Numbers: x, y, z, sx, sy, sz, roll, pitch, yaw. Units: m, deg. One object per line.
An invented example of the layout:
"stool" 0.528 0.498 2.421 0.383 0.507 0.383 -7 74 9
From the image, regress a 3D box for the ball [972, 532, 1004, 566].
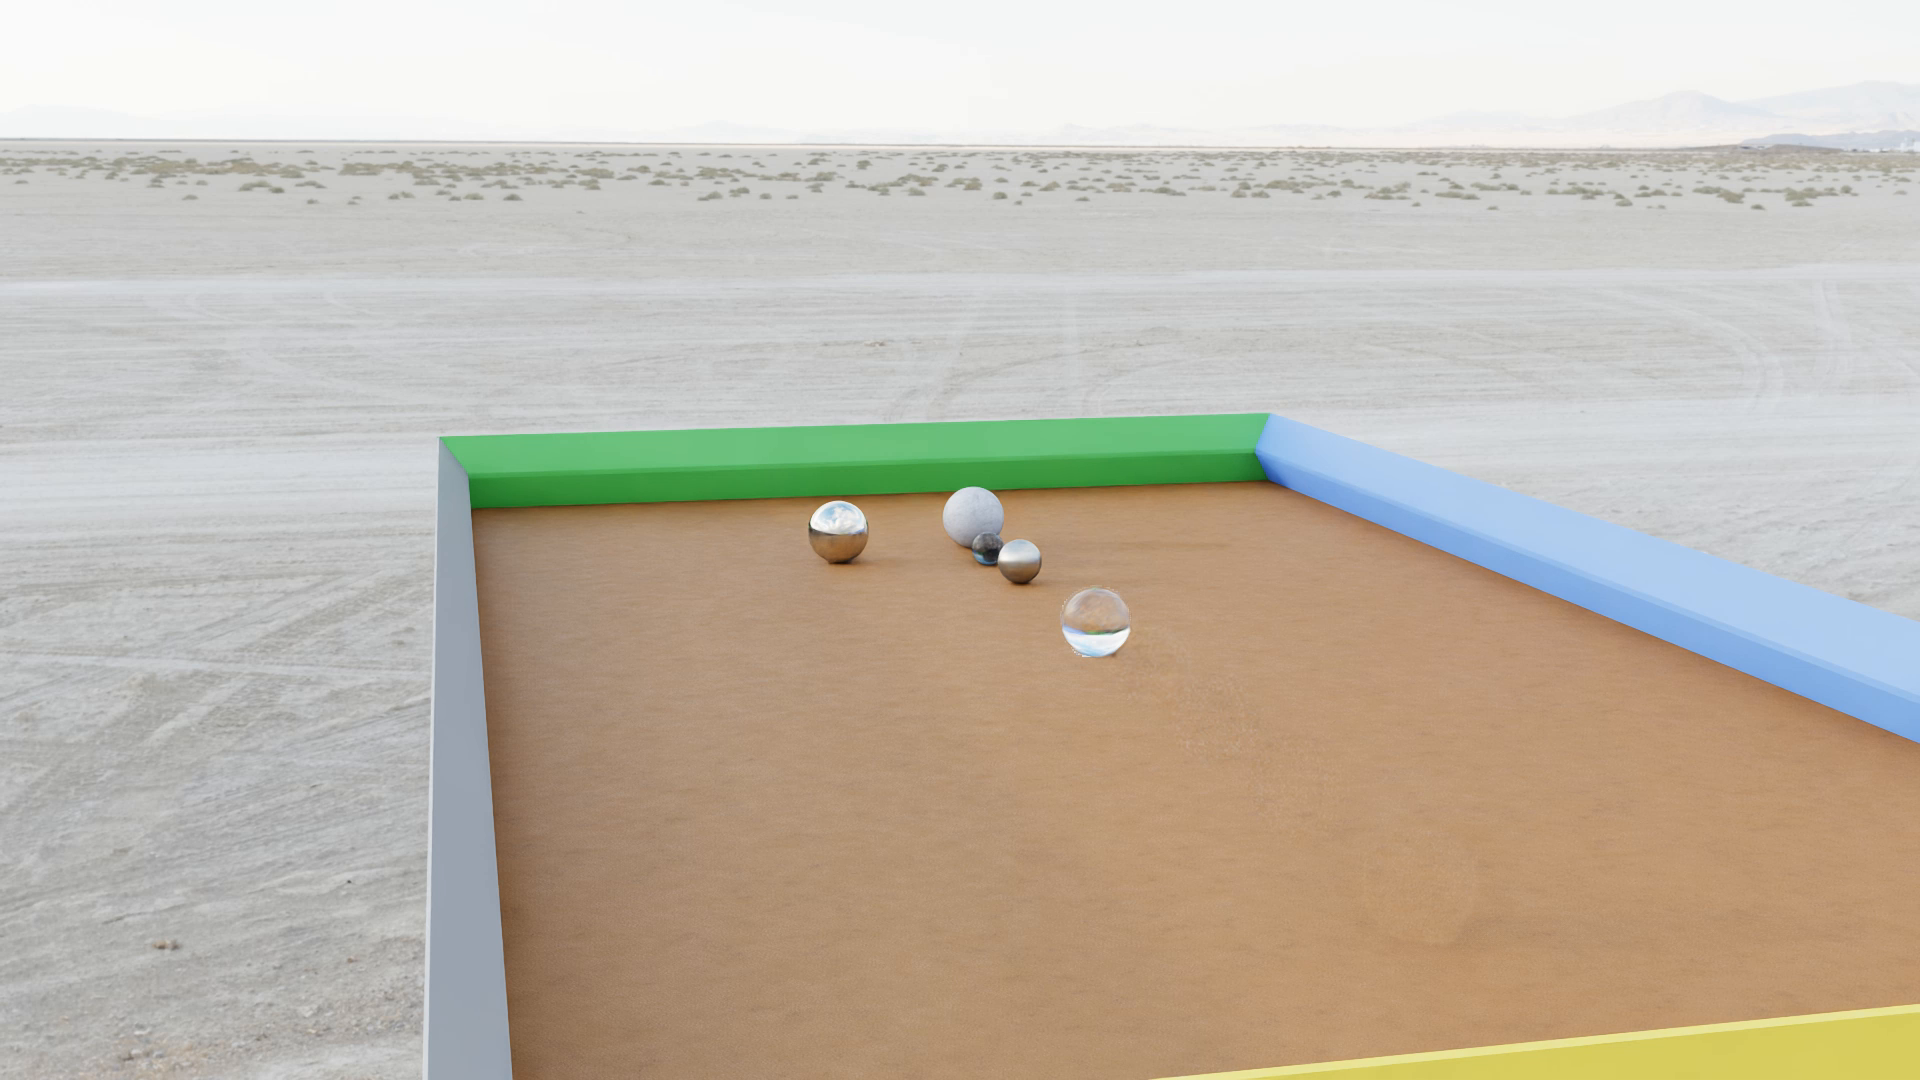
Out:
"ball" 0.039 0.012 3.075 0.046 0.046 0.046 0 10 0

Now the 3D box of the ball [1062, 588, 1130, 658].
"ball" 0.156 0.095 2.520 0.079 0.079 0.079 0 10 0

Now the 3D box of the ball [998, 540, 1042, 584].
"ball" 0.080 0.029 2.944 0.059 0.059 0.059 0 10 0

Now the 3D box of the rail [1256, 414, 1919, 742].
"rail" 0.816 0.062 2.591 0.045 0.117 2.619 -2 10 -13

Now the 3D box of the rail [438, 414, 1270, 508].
"rail" -0.142 -0.132 3.672 1.419 0.117 0.045 -2 10 -13

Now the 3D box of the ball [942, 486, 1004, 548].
"ball" 0.020 -0.033 3.202 0.090 0.090 0.090 0 10 0

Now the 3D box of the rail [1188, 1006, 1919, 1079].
"rail" 0.437 0.310 1.206 1.419 0.117 0.045 -2 10 -13

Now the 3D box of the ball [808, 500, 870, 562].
"ball" -0.171 -0.012 3.089 0.087 0.087 0.087 0 10 0

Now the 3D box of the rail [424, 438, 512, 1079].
"rail" -0.521 0.116 2.287 0.045 0.117 2.619 -2 10 -13
